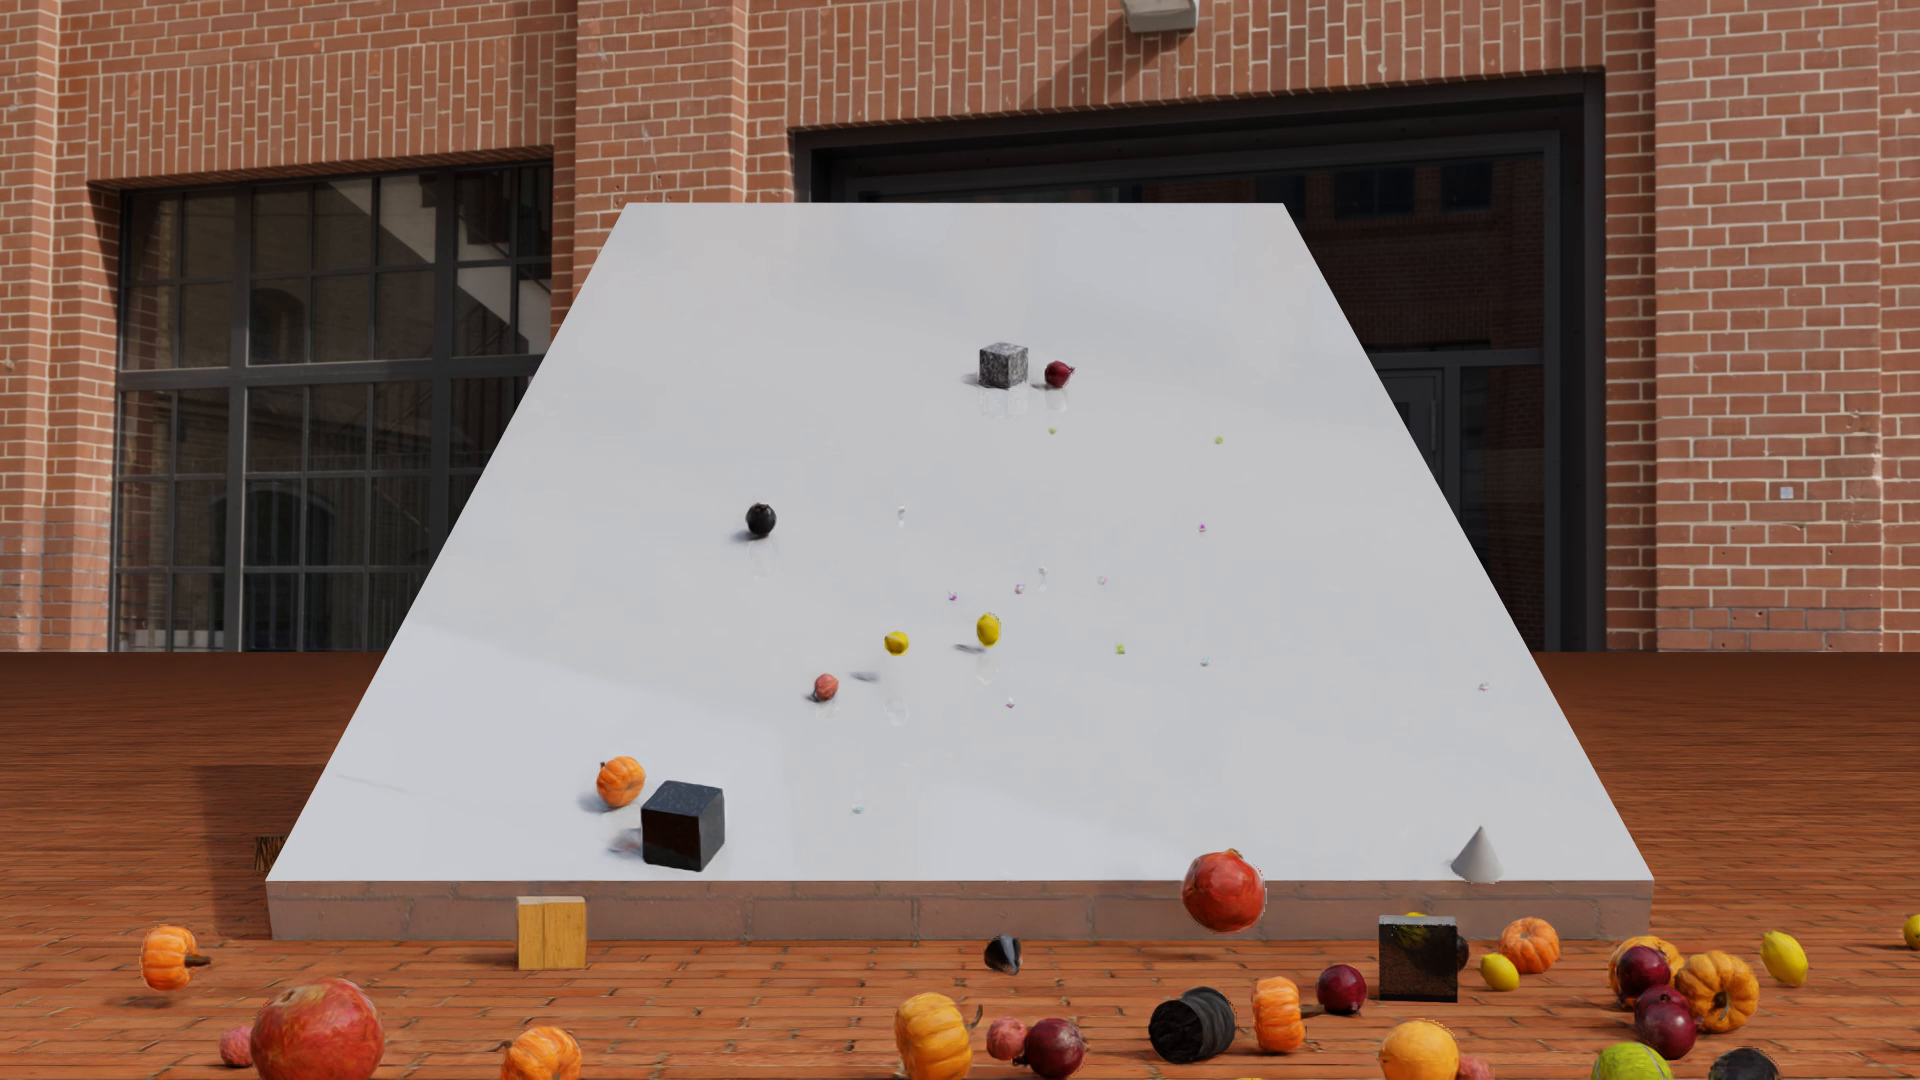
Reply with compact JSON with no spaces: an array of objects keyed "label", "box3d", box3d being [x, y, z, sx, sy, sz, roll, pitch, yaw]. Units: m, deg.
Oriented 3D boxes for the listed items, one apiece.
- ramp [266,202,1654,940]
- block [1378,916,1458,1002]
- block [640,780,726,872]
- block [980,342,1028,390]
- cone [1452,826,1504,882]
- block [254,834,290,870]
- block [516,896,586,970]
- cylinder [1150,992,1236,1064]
[{"label":"ramp","box3d":[-0.007,-0.222,5.180,2.000,0.100,4.000,0,22,0]},{"label":"block","box3d":[0.561,0.512,2.818,0.092,0.092,0.092,-1,-3,11]},{"label":"block","box3d":[-0.404,0.418,3.366,0.091,0.091,0.091,7,23,16]},{"label":"block","box3d":[0.103,-0.410,5.399,0.082,0.082,0.082,15,27,32]},{"label":"cone","box3d":[0.751,0.444,3.329,0.074,0.074,0.074,0,22,0]},{"label":"block","box3d":[-1.314,0.600,4.421,0.064,0.064,0.064,0,-3,-1]},{"label":"block","box3d":[-0.551,0.527,3.093,0.087,0.087,0.087,1,-3,-14]},{"label":"cylinder","box3d":[0.241,0.506,2.385,0.065,0.065,0.065,-2,-3,37]}]
